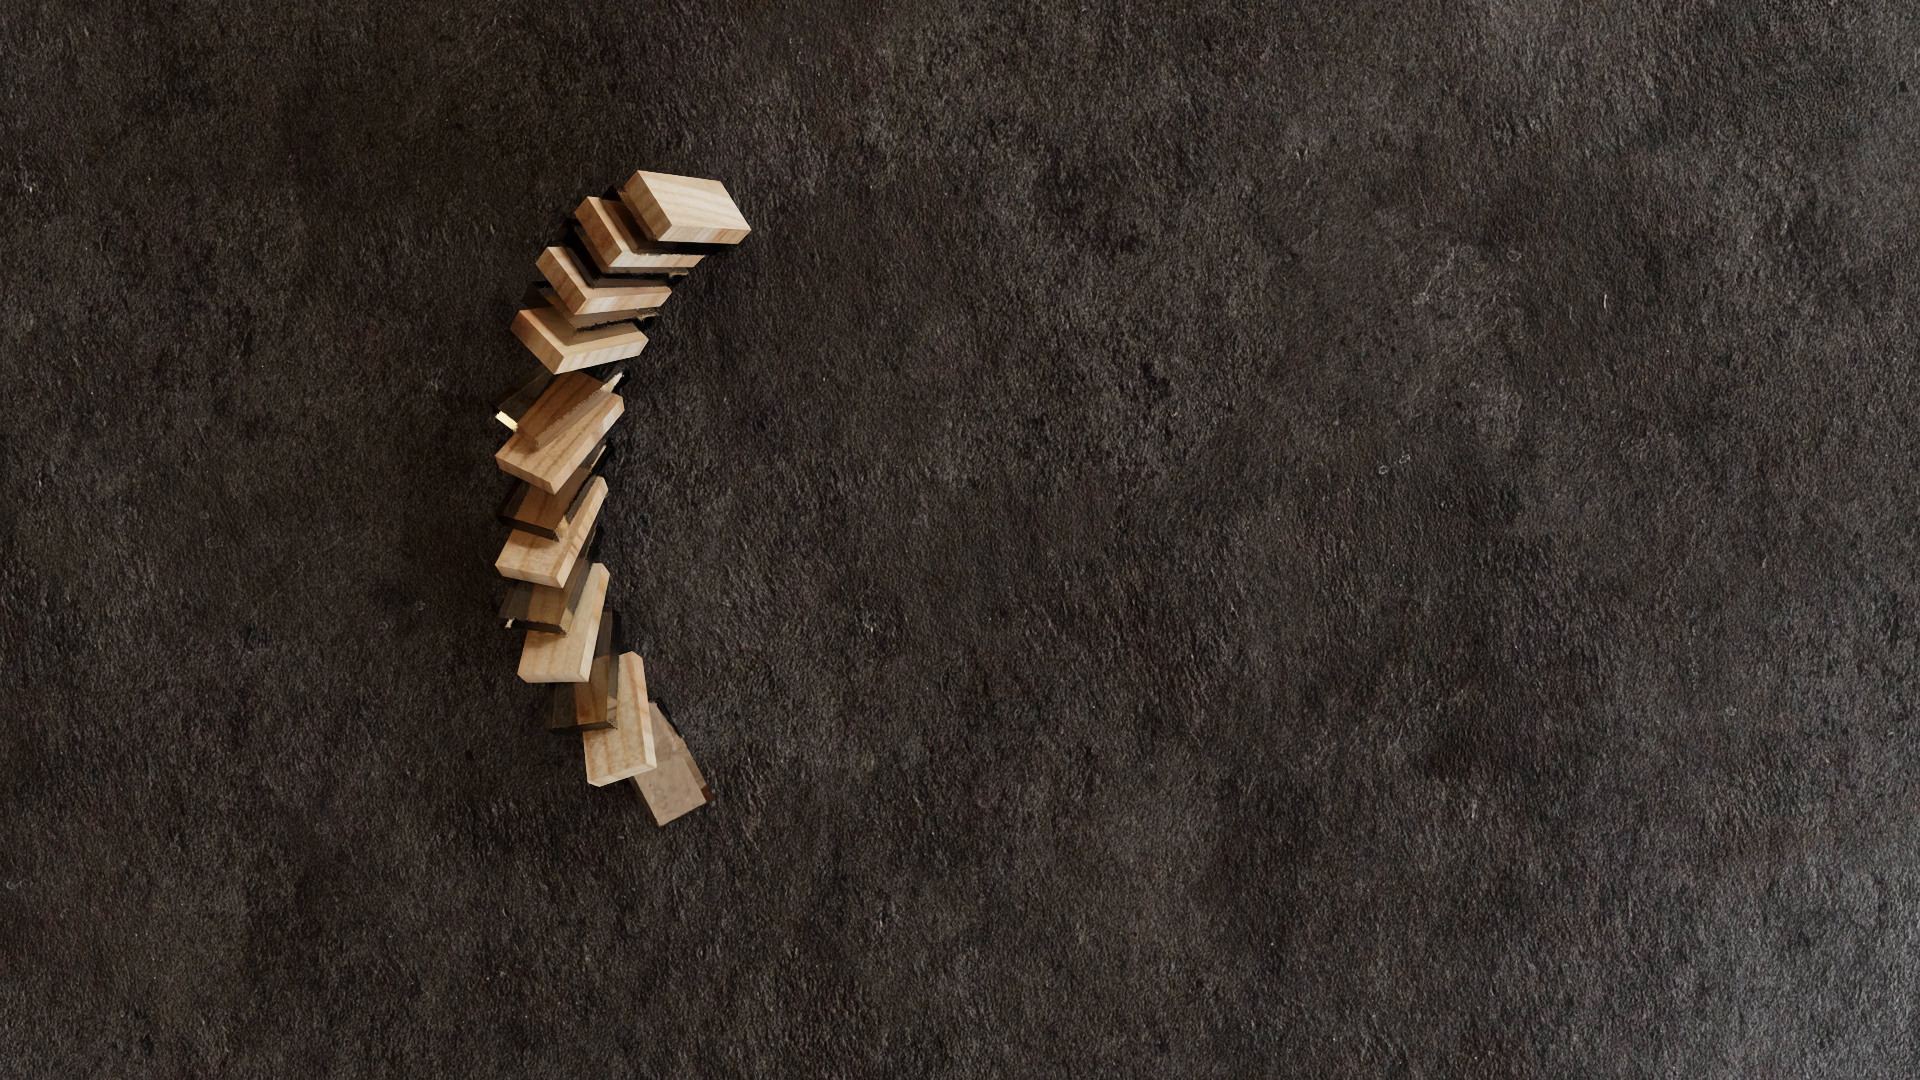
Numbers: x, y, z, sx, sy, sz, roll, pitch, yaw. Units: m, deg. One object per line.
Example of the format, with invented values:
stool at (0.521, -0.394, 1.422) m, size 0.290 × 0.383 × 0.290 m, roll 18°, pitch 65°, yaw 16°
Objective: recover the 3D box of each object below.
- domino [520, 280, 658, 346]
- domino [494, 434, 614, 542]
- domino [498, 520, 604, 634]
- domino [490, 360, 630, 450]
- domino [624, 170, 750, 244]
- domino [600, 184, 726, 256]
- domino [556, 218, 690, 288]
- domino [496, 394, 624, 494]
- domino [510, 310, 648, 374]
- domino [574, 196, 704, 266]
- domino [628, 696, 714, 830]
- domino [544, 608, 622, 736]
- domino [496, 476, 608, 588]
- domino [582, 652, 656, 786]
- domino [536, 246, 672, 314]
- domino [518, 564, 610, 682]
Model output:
domino at (-0.150, -0.095, 0.376) m, size 0.025 × 0.050 × 0.010 m, roll 45°, pitch 119°, yaw 0°
domino at (-0.169, -0.025, 0.383) m, size 0.025 × 0.010 × 0.050 m, roll 17°, pitch 59°, yaw 0°
domino at (-0.170, 0.013, 0.383) m, size 0.025 × 0.010 × 0.050 m, roll 8°, pitch 59°, yaw 0°
domino at (-0.165, -0.062, 0.381) m, size 0.025 × 0.010 × 0.050 m, roll 36°, pitch 59°, yaw 7°
domino at (-0.110, -0.136, 0.376) m, size 0.010 × 0.050 × 0.025 m, roll -33°, pitch 90°, yaw 29°
domino at (-0.120, -0.131, 0.376) m, size 0.010 × 0.050 × 0.025 m, roll -33°, pitch 90°, yaw 29°
domino at (-0.137, -0.117, 0.376) m, size 0.009 × 0.050 × 0.025 m, roll -32°, pitch 90°, yaw 29°
domino at (-0.166, -0.045, 0.383) m, size 0.025 × 0.009 × 0.050 m, roll 26°, pitch 59°, yaw 1°
domino at (-0.155, -0.084, 0.376) m, size 0.025 × 0.050 × 0.010 m, roll 46°, pitch 119°, yaw 1°
domino at (-0.130, -0.126, 0.376) m, size 0.010 × 0.050 × 0.025 m, roll -33°, pitch 90°, yaw 29°
domino at (-0.130, 0.096, 0.395) m, size 0.025 × 0.010 × 0.050 m, roll -28°, pitch 90°, yaw 0°
domino at (-0.157, 0.055, 0.384) m, size 0.025 × 0.009 × 0.050 m, roll -8°, pitch 62°, yaw 0°
domino at (-0.170, -0.006, 0.383) m, size 0.025 × 0.009 × 0.050 m, roll 12°, pitch 59°, yaw 0°
domino at (-0.144, 0.075, 0.384) m, size 0.025 × 0.010 × 0.050 m, roll -18°, pitch 63°, yaw 0°
domino at (-0.145, -0.107, 0.376) m, size 0.010 × 0.050 × 0.025 m, roll -37°, pitch 90°, yaw 29°
domino at (-0.165, 0.034, 0.384) m, size 0.025 × 0.010 × 0.050 m, roll -1°, pitch 60°, yaw 0°
